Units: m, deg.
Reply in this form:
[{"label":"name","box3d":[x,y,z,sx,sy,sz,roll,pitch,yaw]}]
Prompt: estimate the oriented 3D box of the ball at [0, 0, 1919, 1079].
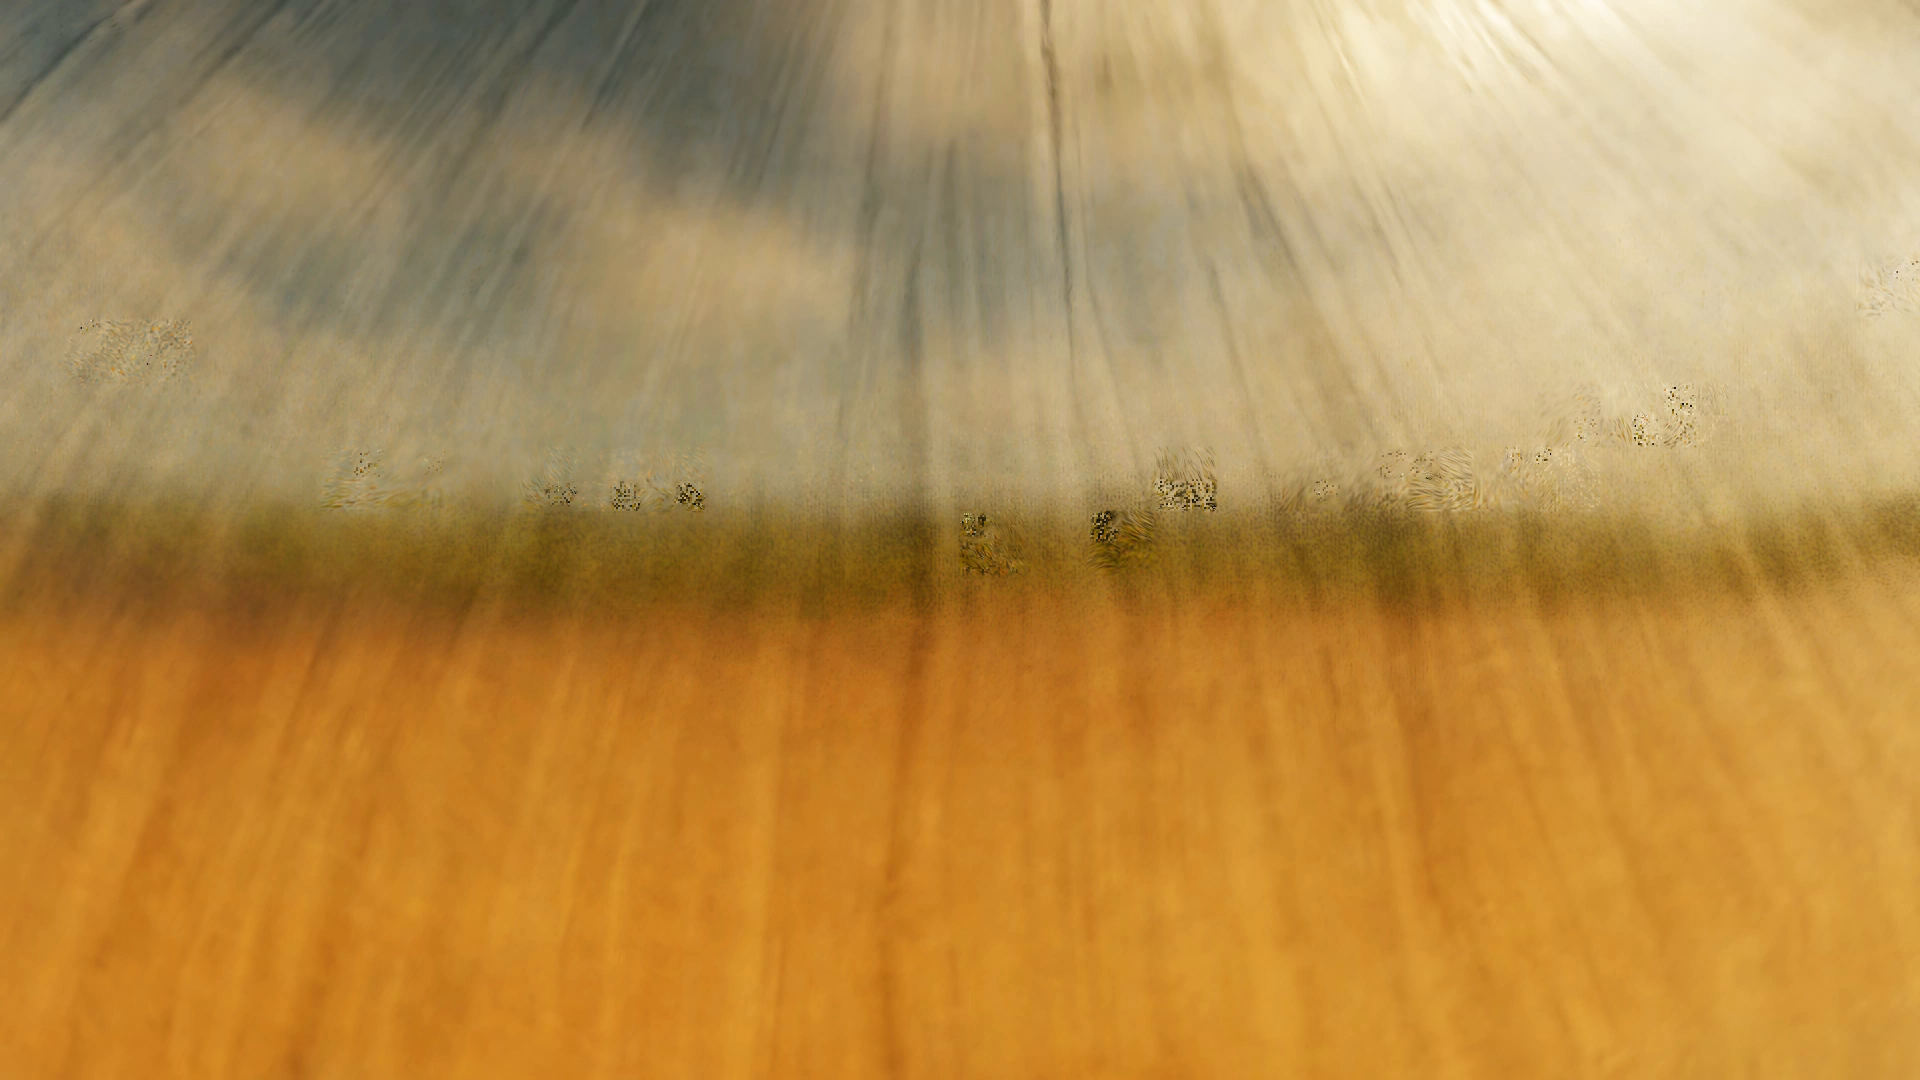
[{"label":"ball","box3d":[0.000,-0.002,0.056,0.080,0.080,0.080,0,4,0]}]
